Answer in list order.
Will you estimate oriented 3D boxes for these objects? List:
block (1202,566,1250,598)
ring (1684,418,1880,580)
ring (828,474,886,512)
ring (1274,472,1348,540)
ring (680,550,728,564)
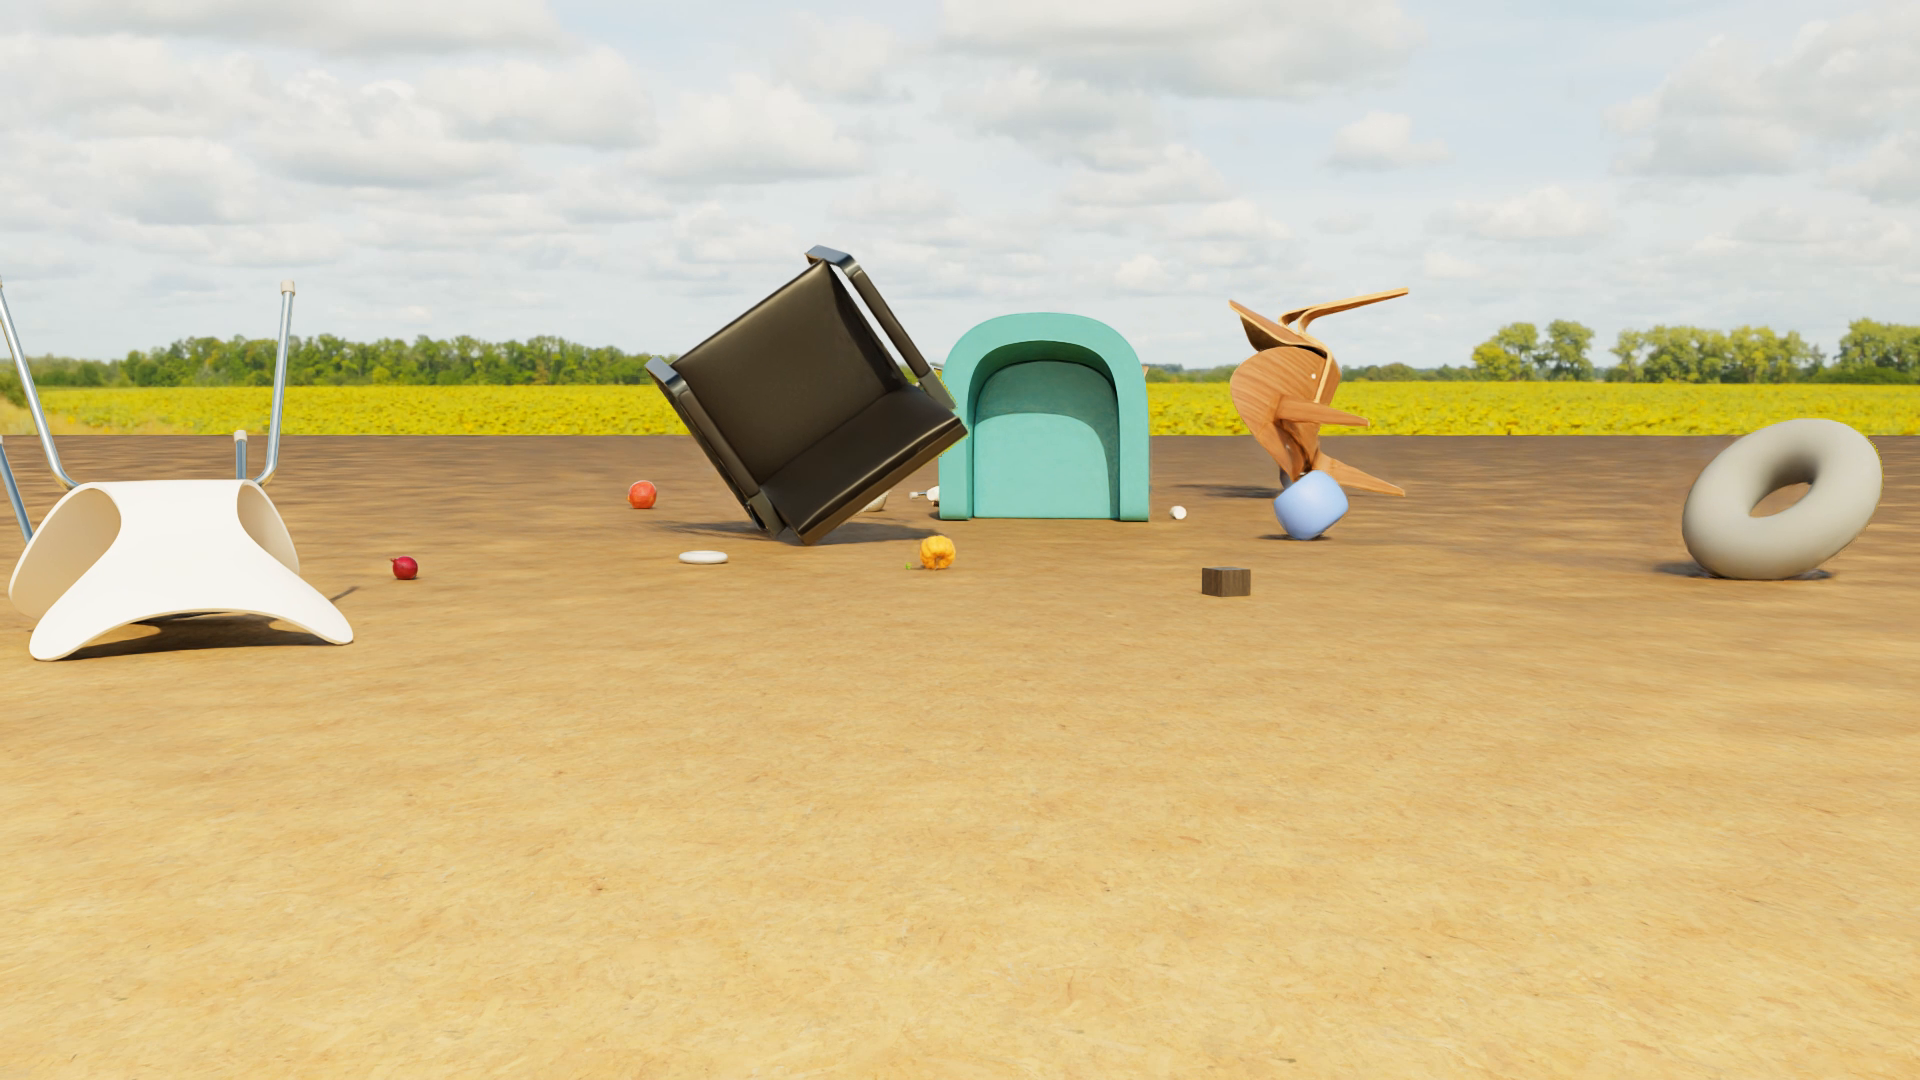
[{"bbox_3d":[0.580,0.091,4.795,0.075,0.058,0.079,-2,4,-26],"label":"block"},{"bbox_3d":[1.951,-0.094,5.232,0.484,0.165,0.405,-37,37,5],"label":"ring"},{"bbox_3d":[-0.379,-0.173,8.127,0.201,0.130,0.281,-4,7,-27],"label":"ring"},{"bbox_3d":[1.047,-0.099,6.565,0.221,0.161,0.198,-31,-10,-41],"label":"ring"},{"bbox_3d":[-0.664,0.045,5.688,0.120,0.028,0.149,-3,5,-34],"label":"ring"}]
